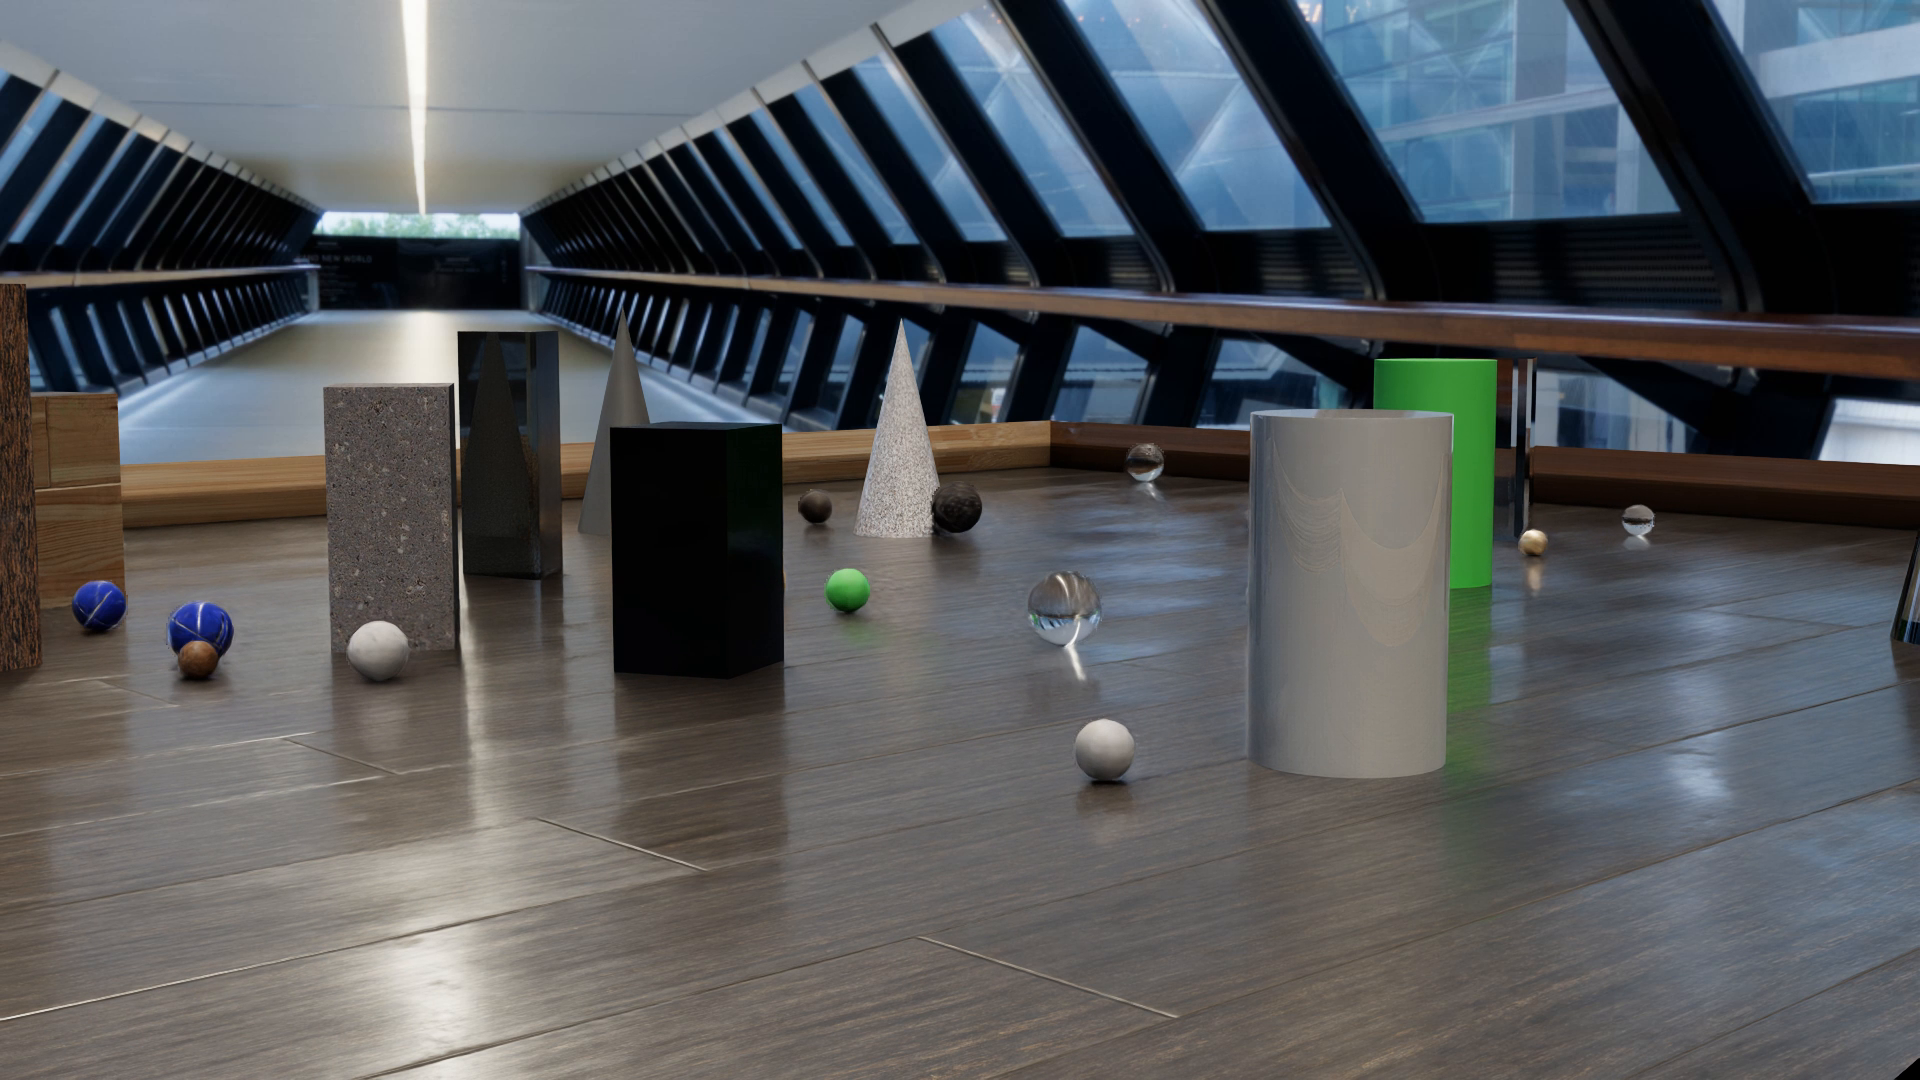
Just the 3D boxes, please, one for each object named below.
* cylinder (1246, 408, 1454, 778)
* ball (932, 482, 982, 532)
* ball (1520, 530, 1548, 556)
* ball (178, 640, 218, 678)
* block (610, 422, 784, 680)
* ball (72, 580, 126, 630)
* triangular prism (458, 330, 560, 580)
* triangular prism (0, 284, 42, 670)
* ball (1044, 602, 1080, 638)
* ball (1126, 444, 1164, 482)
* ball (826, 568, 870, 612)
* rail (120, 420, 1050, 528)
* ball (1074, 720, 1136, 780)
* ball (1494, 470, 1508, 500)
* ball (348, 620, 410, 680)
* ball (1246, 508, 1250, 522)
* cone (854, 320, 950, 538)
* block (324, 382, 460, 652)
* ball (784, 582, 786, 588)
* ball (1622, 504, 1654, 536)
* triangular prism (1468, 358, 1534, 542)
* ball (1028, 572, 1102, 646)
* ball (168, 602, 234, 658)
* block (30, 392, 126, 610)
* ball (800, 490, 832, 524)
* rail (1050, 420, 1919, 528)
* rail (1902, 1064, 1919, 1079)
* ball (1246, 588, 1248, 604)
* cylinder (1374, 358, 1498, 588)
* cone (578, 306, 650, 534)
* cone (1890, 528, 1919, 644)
[{"bbox_3d":[0.385,0.046,2.179,0.197,0.344,0.197,0,6,0],"label":"cylinder"},{"bbox_3d":[-0.005,-0.064,4.333,0.098,0.098,0.098,0,6,0],"label":"ball"},{"bbox_3d":[1.042,0.005,3.991,0.049,0.049,0.049,0,6,0],"label":"ball"},{"bbox_3d":[-0.925,0.145,2.668,0.047,0.047,0.047,0,6,0],"label":"ball"},{"bbox_3d":[-0.326,0.008,2.747,0.158,0.302,0.158,2,6,20],"label":"block"},{"bbox_3d":[-1.200,0.091,3.065,0.071,0.071,0.071,0,6,0],"label":"ball"},{"bbox_3d":[-0.732,-0.149,3.728,0.171,0.410,0.148,4,7,32],"label":"triangular prism"},{"bbox_3d":[-1.222,-0.077,2.716,0.148,0.477,0.171,-4,7,-33],"label":"triangular prism"},{"bbox_3d":[0.139,0.108,3.000,0.050,0.050,0.050,0,6,0],"label":"ball"},{"bbox_3d":[0.483,-0.201,5.727,0.098,0.098,0.098,0,6,0],"label":"ball"},{"bbox_3d":[-0.166,0.074,3.257,0.065,0.065,0.065,0,6,0],"label":"ball"},{"bbox_3d":[-1.364,-0.120,4.802,4.462,0.128,0.045,-5,8,-42],"label":"rail"},{"bbox_3d":[0.137,0.199,2.090,0.058,0.058,0.058,0,6,0],"label":"ball"},{"bbox_3d":[1.244,-0.129,5.153,0.076,0.076,0.076,0,6,0],"label":"ball"},{"bbox_3d":[-0.702,0.133,2.656,0.072,0.072,0.072,0,6,0],"label":"ball"},{"bbox_3d":[0.610,-0.048,4.468,0.057,0.057,0.057,0,6,0],"label":"ball"},{"bbox_3d":[-0.116,-0.229,4.395,0.197,0.430,0.197,0,6,0],"label":"cone"},{"bbox_3d":[-0.757,-0.034,2.941,0.158,0.346,0.158,-1,6,-10],"label":"block"},{"bbox_3d":[-0.296,0.068,3.341,0.060,0.060,0.060,0,6,0],"label":"ball"},{"bbox_3d":[1.345,-0.040,4.361,0.062,0.062,0.062,0,6,0],"label":"ball"},{"bbox_3d":[1.085,-0.182,4.327,0.148,0.352,0.171,-5,8,-42],"label":"triangular prism"},{"bbox_3d":[0.139,0.091,2.928,0.099,0.099,0.099,0,6,0],"label":"ball"},{"bbox_3d":[-0.959,0.117,2.776,0.079,0.079,0.079,0,6,0],"label":"ball"},{"bbox_3d":[-1.405,-0.065,3.372,0.158,0.317,0.158,3,7,29],"label":"block"},{"bbox_3d":[-0.301,-0.069,4.605,0.068,0.068,0.068,0,6,0],"label":"ball"},{"bbox_3d":[1.622,-0.122,4.821,0.045,0.128,4.071,-5,8,-42],"label":"rail"},{"bbox_3d":[1.364,0.187,1.861,4.462,0.128,0.045,-5,8,-42],"label":"rail"},{"bbox_3d":[0.447,0.081,3.182,0.067,0.067,0.067,0,6,0],"label":"ball"},{"bbox_3d":[0.777,-0.113,3.612,0.197,0.364,0.197,0,6,0],"label":"cylinder"},{"bbox_3d":[-0.680,-0.247,4.457,0.197,0.455,0.197,0,6,0],"label":"cone"},{"bbox_3d":[1.367,-0.101,2.956,0.197,0.476,0.197,0,6,0],"label":"cone"}]
